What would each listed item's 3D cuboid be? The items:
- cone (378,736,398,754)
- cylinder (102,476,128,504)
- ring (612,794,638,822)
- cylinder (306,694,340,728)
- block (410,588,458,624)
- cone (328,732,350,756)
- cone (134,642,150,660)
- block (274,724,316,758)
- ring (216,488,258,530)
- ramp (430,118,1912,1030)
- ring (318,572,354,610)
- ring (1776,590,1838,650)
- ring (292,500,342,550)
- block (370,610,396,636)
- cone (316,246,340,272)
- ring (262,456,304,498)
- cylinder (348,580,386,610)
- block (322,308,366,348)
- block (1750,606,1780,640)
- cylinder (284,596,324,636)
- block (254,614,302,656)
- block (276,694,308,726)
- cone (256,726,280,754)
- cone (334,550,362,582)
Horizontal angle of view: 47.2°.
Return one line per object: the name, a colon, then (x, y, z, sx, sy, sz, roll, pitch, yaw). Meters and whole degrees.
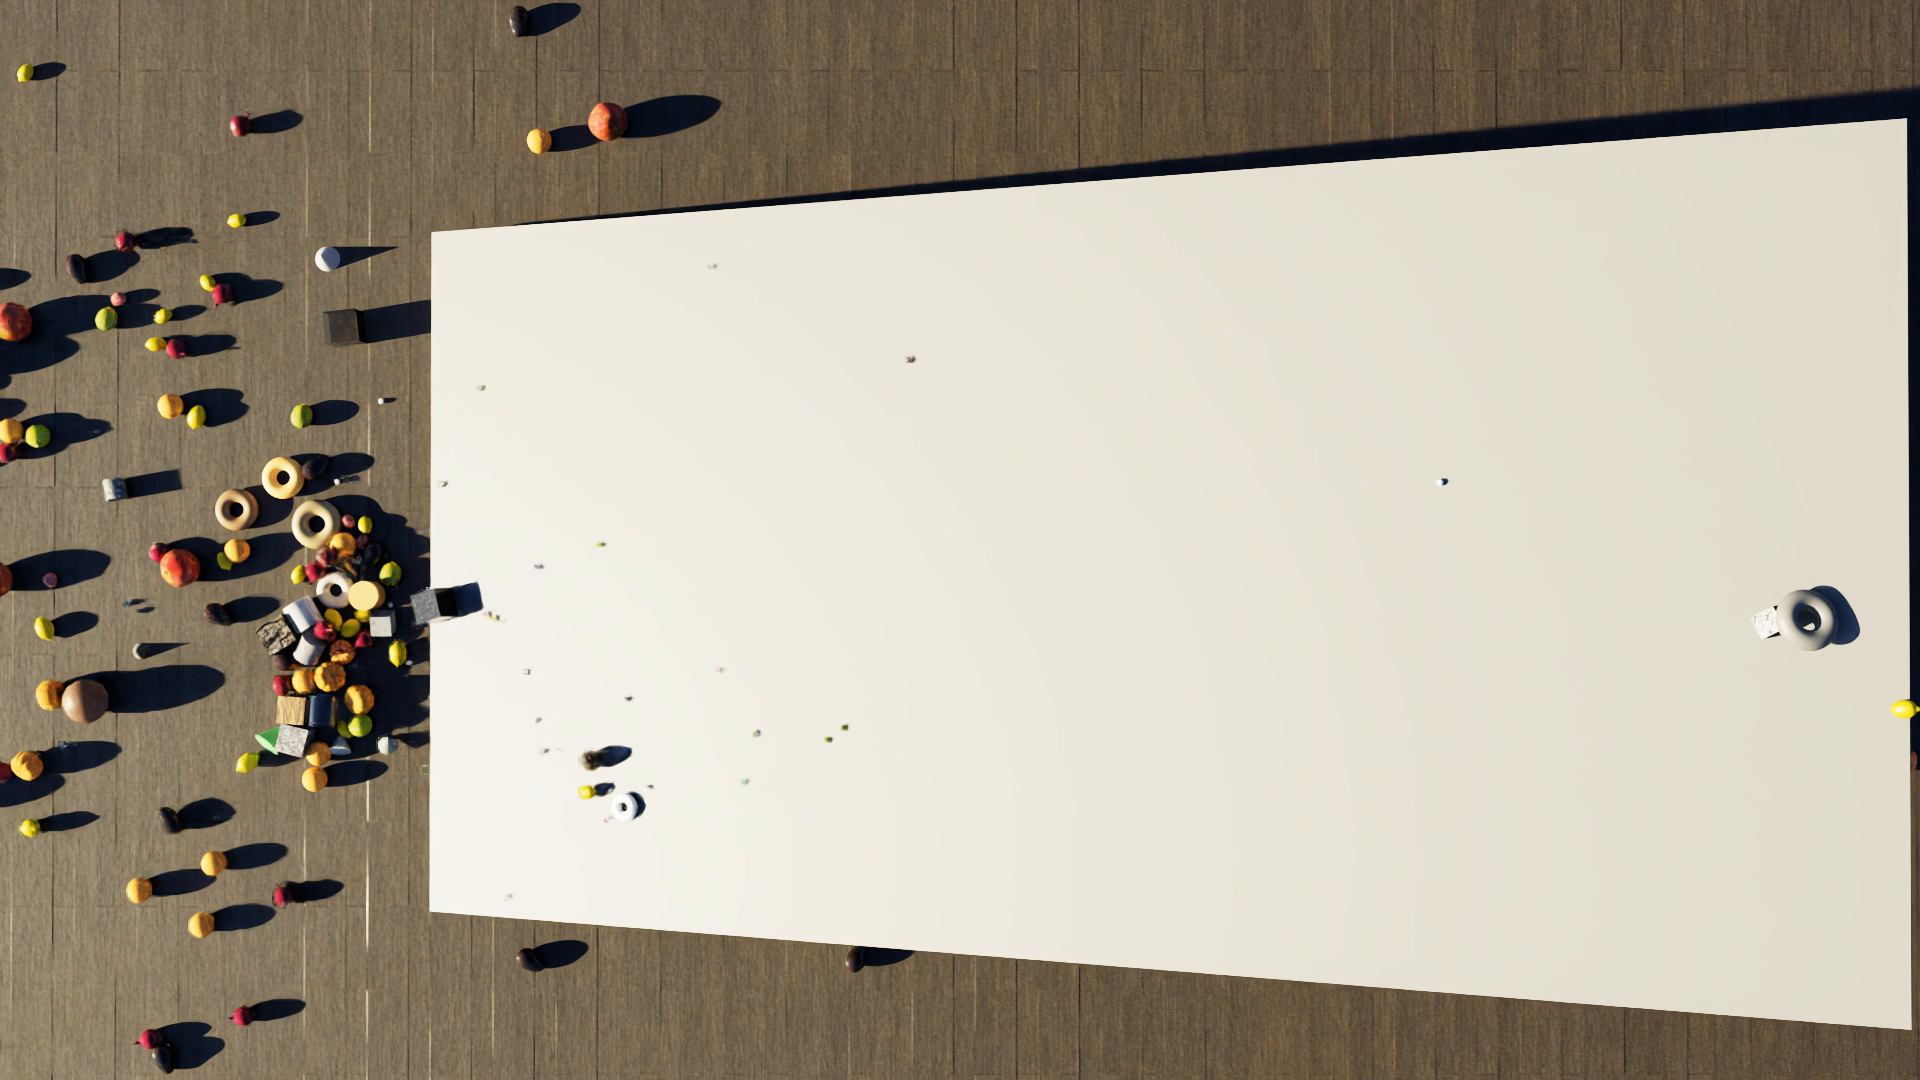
cone: (-1.697, 0.598, 6.523, 0.059, 0.059, 0.059, 6, 63, -12)
cylinder: (-2.513, -0.151, 6.543, 0.061, 0.061, 0.061, -27, 65, 0)
ring: (-0.942, 0.751, 6.177, 0.081, 0.027, 0.081, 0, 90, 26)
cylinder: (-1.888, 0.506, 6.520, 0.091, 0.091, 0.091, 4, 89, 0)
block: (-1.533, 0.193, 6.419, 0.086, 0.086, 0.086, -18, 82, 23)
cone: (-1.844, 0.599, 6.551, 0.063, 0.063, 0.063, 1, 59, 0)
cone: (-2.445, 0.331, 6.543, 0.050, 0.050, 0.050, 0, 89, 0)
block: (-1.972, 0.592, 6.524, 0.082, 0.082, 0.082, 14, 89, 0)
ring: (-2.154, -0.090, 6.552, 0.127, 0.042, 0.127, 0, 90, -1)
ramp: (0.283, 0.083, 5.699, 4.000, 0.100, 2.000, 0, 89, 24)
ring: (-1.859, 0.150, 6.552, 0.113, 0.038, 0.113, 0, 91, 0)
ring: (1.876, 0.177, 4.869, 0.141, 0.047, 0.141, 2, 72, -6)
ring: (-1.914, -0.047, 6.548, 0.148, 0.049, 0.148, 0, 89, -1)
block: (-1.714, 0.247, 6.531, 0.060, 0.060, 0.060, 0, 108, 0)
cone: (-1.892, -0.842, 6.545, 0.074, 0.074, 0.074, 0, 89, 0)
ring: (-2.016, -0.186, 6.554, 0.126, 0.042, 0.126, 0, 88, 0)
cylinder: (-1.759, 0.165, 6.526, 0.087, 0.087, 0.087, 0, 89, 0)
block: (-1.828, -0.630, 6.531, 0.096, 0.096, 0.096, -7, 89, 0)
block: (1.809, 0.185, 4.920, 0.055, 0.055, 0.055, -31, 77, 21)
cylinder: (-1.947, 0.224, 6.526, 0.087, 0.087, 0.087, -31, 89, 0)
block: (-2.018, 0.281, 6.524, 0.089, 0.089, 0.089, -32, 89, 0)
block: (-1.974, 0.504, 6.526, 0.080, 0.080, 0.080, 4, 89, 0)
cone: (-2.035, 0.578, 6.546, 0.085, 0.085, 0.085, 39, 63, 0)
cone: (-1.804, 0.091, 6.551, 0.089, 0.089, 0.089, -28, 116, 0)
